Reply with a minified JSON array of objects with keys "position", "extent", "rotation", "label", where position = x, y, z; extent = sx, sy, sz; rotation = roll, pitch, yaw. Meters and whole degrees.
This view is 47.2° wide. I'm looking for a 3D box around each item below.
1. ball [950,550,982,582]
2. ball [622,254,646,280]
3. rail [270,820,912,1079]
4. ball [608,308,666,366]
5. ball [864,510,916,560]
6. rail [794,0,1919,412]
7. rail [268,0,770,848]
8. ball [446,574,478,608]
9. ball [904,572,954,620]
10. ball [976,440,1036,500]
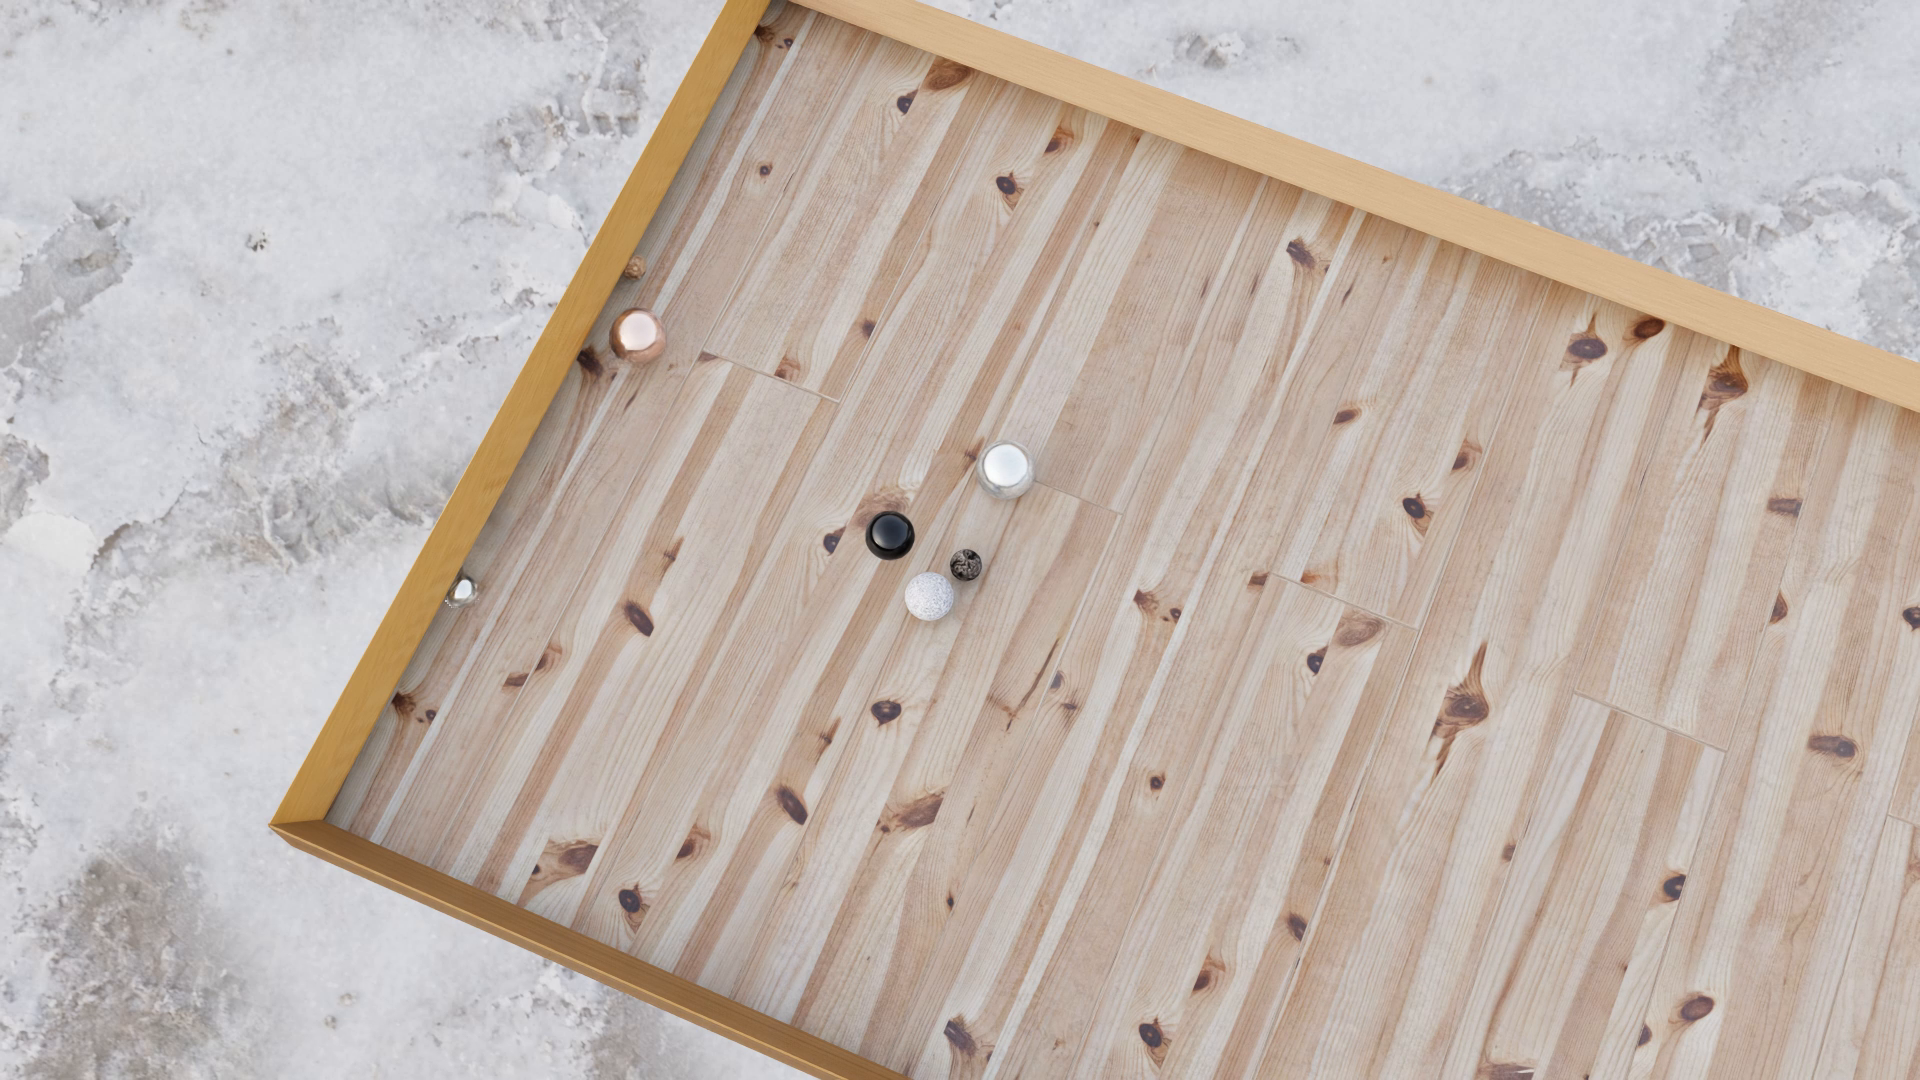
[{"position":[0.009,0.040,3.471],"extent":[0.051,0.051,0.051],"rotation":[0,68,0],"label":"ball"},{"position":[-0.545,-0.455,3.671],"extent":[0.042,0.042,0.042],"rotation":[0,68,0],"label":"ball"},{"position":[0.357,0.962,3.066],"extent":[2.960,0.125,0.045],"rotation":[22,70,8],"label":"rail"},{"position":[-0.528,-0.332,3.595],"extent":[0.092,0.092,0.092],"rotation":[0,68,0],"label":"ball"},{"position":[-0.111,-0.007,3.474],"extent":[0.080,0.080,0.080],"rotation":[0,68,0],"label":"ball"},{"position":[1.004,-0.442,3.620],"extent":[2.960,0.125,0.045],"rotation":[22,70,8],"label":"rail"},{"position":[-0.658,-0.274,3.553],"extent":[0.045,0.125,1.690],"rotation":[22,70,8],"label":"rail"},{"position":[-0.783,0.080,3.455],"extent":[0.051,0.051,0.051],"rotation":[0,68,0],"label":"ball"},{"position":[-0.048,0.088,3.438],"extent":[0.077,0.077,0.077],"rotation":[0,68,0],"label":"ball"},{"position":[0.073,-0.112,3.506],"extent":[0.096,0.096,0.096],"rotation":[0,68,0],"label":"ball"}]
